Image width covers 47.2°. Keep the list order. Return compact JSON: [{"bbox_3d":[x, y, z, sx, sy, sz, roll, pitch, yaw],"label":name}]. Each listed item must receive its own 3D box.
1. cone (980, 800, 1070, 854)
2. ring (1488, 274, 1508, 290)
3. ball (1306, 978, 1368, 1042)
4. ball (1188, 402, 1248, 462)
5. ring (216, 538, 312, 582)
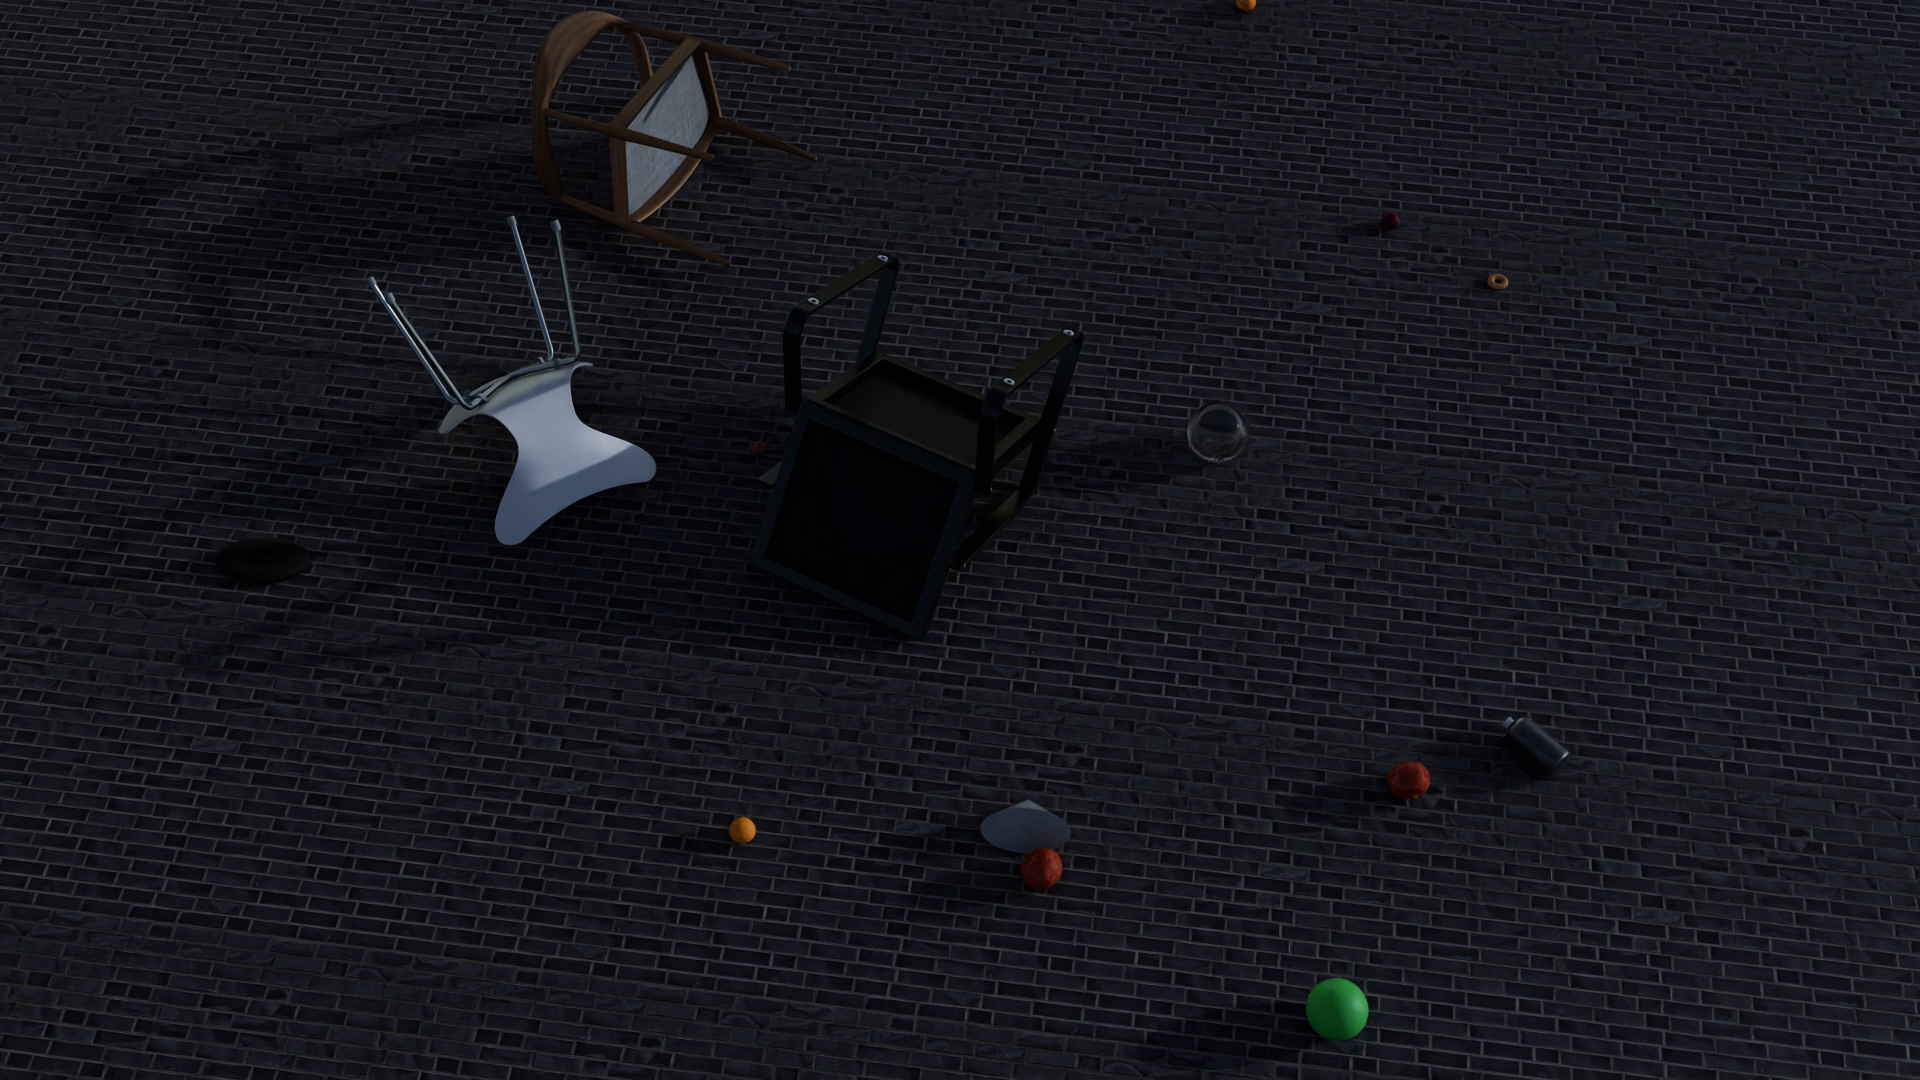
[{"bbox_3d":[0.184,0.754,6.028,0.245,0.151,0.147,3,29,4],"label":"cone"},{"bbox_3d":[1.742,-0.836,7.123,0.068,0.021,0.061,-1,57,-2],"label":"ring"},{"bbox_3d":[0.972,1.209,5.666,0.160,0.160,0.160,0,56,0],"label":"ball"},{"bbox_3d":[0.783,-0.328,6.683,0.184,0.184,0.184,0,56,0],"label":"ball"},{"bbox_3d":[-2.063,0.059,6.511,0.285,0.040,0.152,2,57,1],"label":"ring"}]
